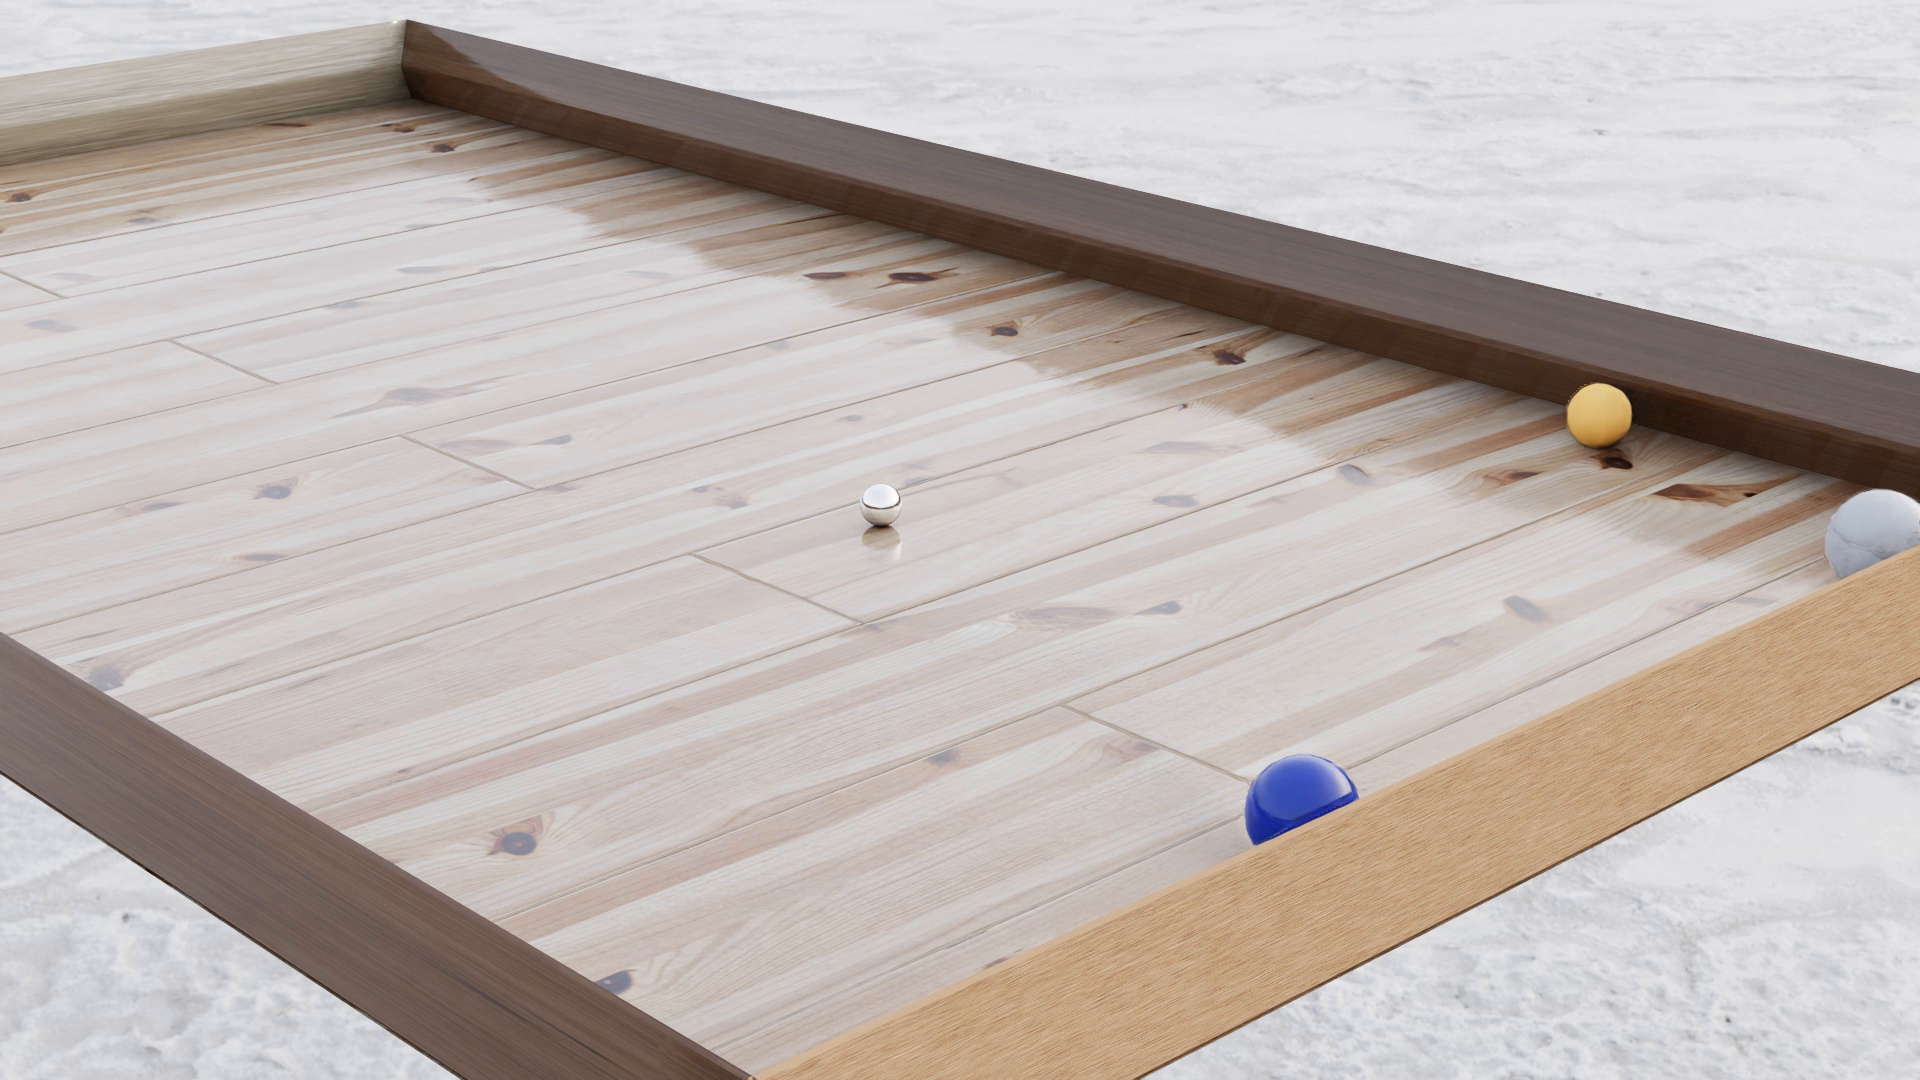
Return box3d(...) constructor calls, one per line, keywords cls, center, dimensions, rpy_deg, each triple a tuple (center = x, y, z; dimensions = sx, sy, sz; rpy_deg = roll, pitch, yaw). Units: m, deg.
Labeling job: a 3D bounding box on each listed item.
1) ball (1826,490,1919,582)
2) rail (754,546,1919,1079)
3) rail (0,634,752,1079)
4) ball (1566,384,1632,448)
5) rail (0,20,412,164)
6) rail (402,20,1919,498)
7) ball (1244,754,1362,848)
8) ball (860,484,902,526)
box3d(cls="ball", center=(0.846, 0.003, 2.701), dimensions=(0.098, 0.098, 0.098), rpy_deg=(0, 20, 0))
box3d(cls="rail", center=(0.492, 0.155, 2.239), dimensions=(1.714, 0.128, 0.045), rpy_deg=(-18, 27, -40))
box3d(cls="rail", center=(-1.116, -0.015, 2.704), dimensions=(0.045, 0.128, 2.969), rpy_deg=(-18, 27, -40))
box3d(cls="ball", center=(0.676, -0.131, 3.109), dimensions=(0.068, 0.068, 0.068), rpy_deg=(0, 20, 0))
box3d(cls="rail", center=(-1.508, -0.579, 4.239), dimensions=(1.714, 0.128, 0.045), rpy_deg=(-18, 27, -40))
box3d(cls="rail", center=(0.100, -0.408, 3.775), dimensions=(0.045, 0.128, 2.969), rpy_deg=(-18, 27, -40))
box3d(cls="ball", center=(0.254, 0.202, 2.174), dimensions=(0.087, 0.087, 0.087), rpy_deg=(0, 20, 0))
box3d(cls="ball", center=(-0.077, -0.034, 2.883), dimensions=(0.042, 0.042, 0.042), rpy_deg=(0, 20, 0))
